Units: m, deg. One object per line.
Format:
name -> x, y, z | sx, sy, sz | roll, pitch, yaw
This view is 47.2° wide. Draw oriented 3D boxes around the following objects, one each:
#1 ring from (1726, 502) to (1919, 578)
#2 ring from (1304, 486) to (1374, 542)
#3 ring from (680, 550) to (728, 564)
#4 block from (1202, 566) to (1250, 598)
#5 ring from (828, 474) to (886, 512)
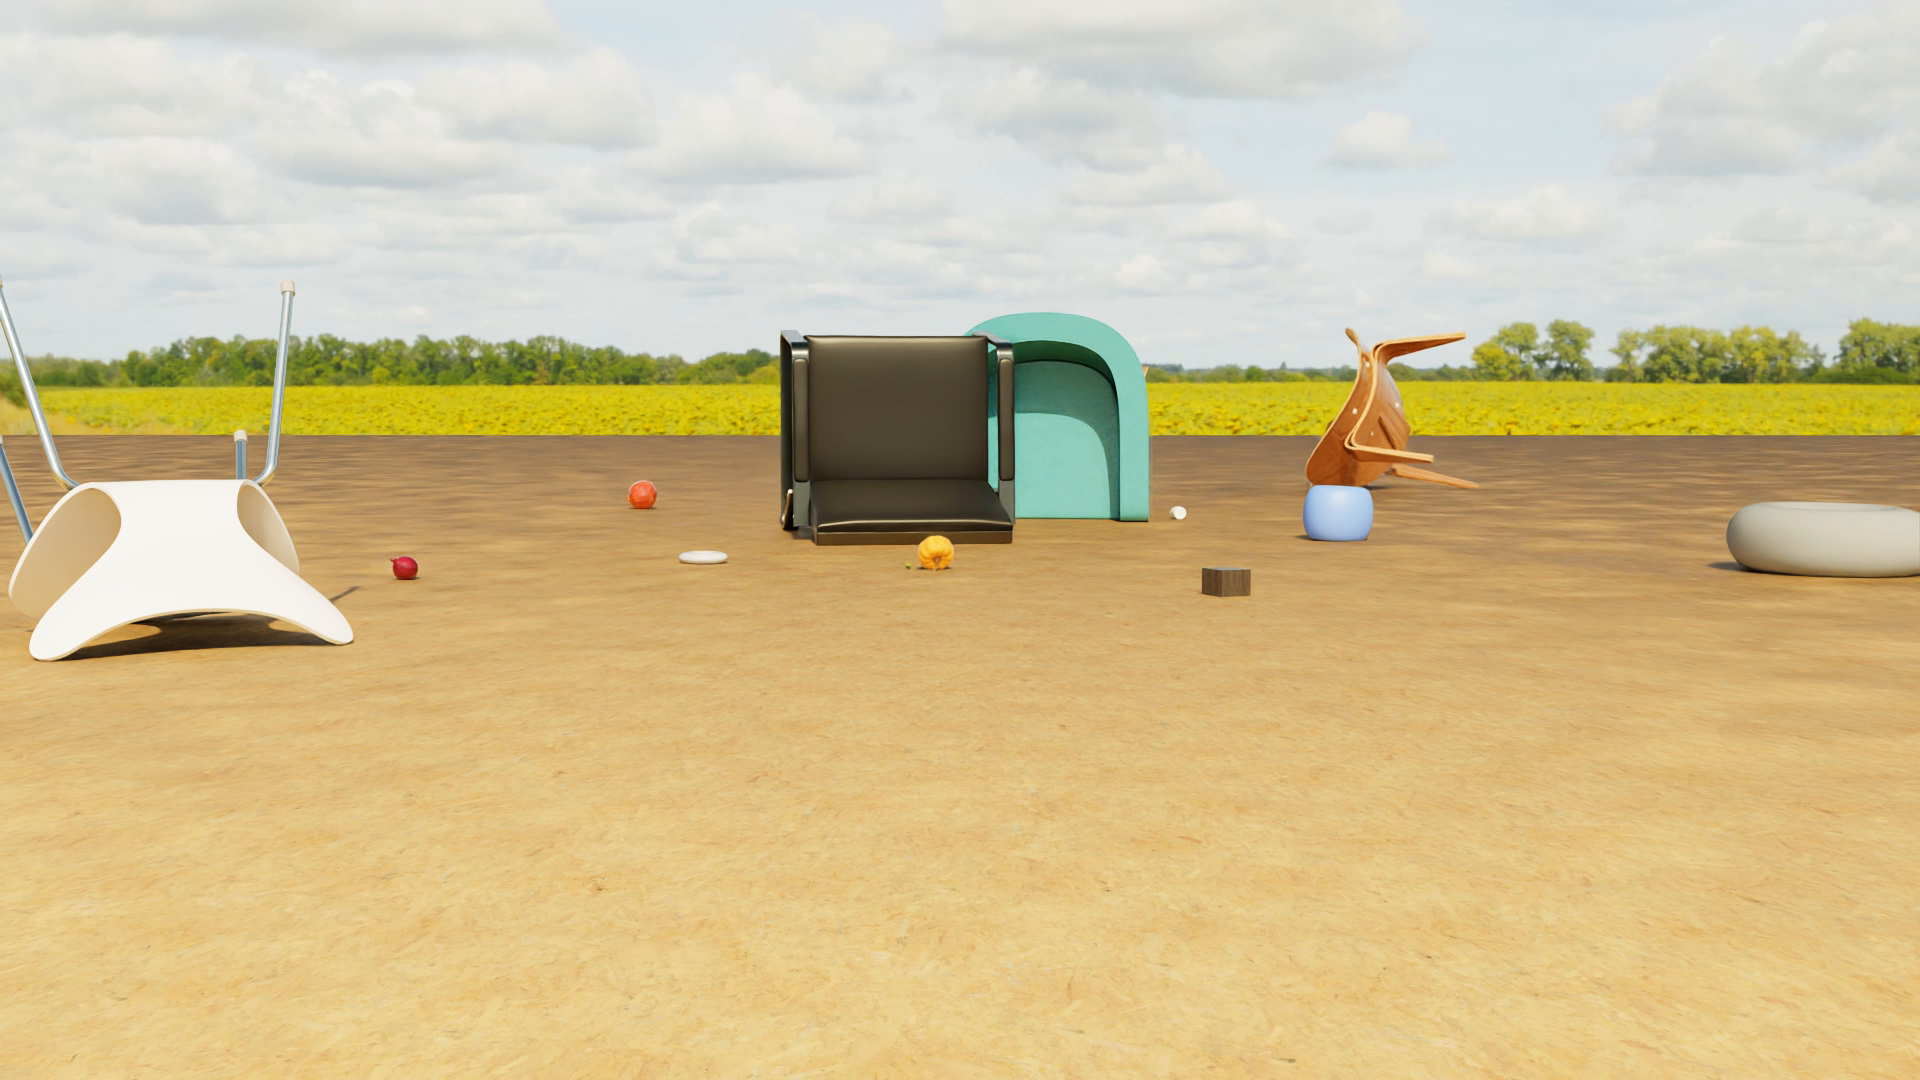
ring -> 2.131, -0.001, 5.392 | 0.484, 0.165, 0.405 | 4, 7, 37
ring -> 1.127, -0.079, 6.550 | 0.221, 0.161, 0.198 | -1, 5, -41
ring -> -0.664, 0.045, 5.688 | 0.120, 0.028, 0.149 | -3, 5, -34
block -> 0.580, 0.091, 4.795 | 0.075, 0.058, 0.079 | -2, 4, -26
ring -> -0.379, -0.173, 8.127 | 0.201, 0.130, 0.281 | -4, 7, -27
